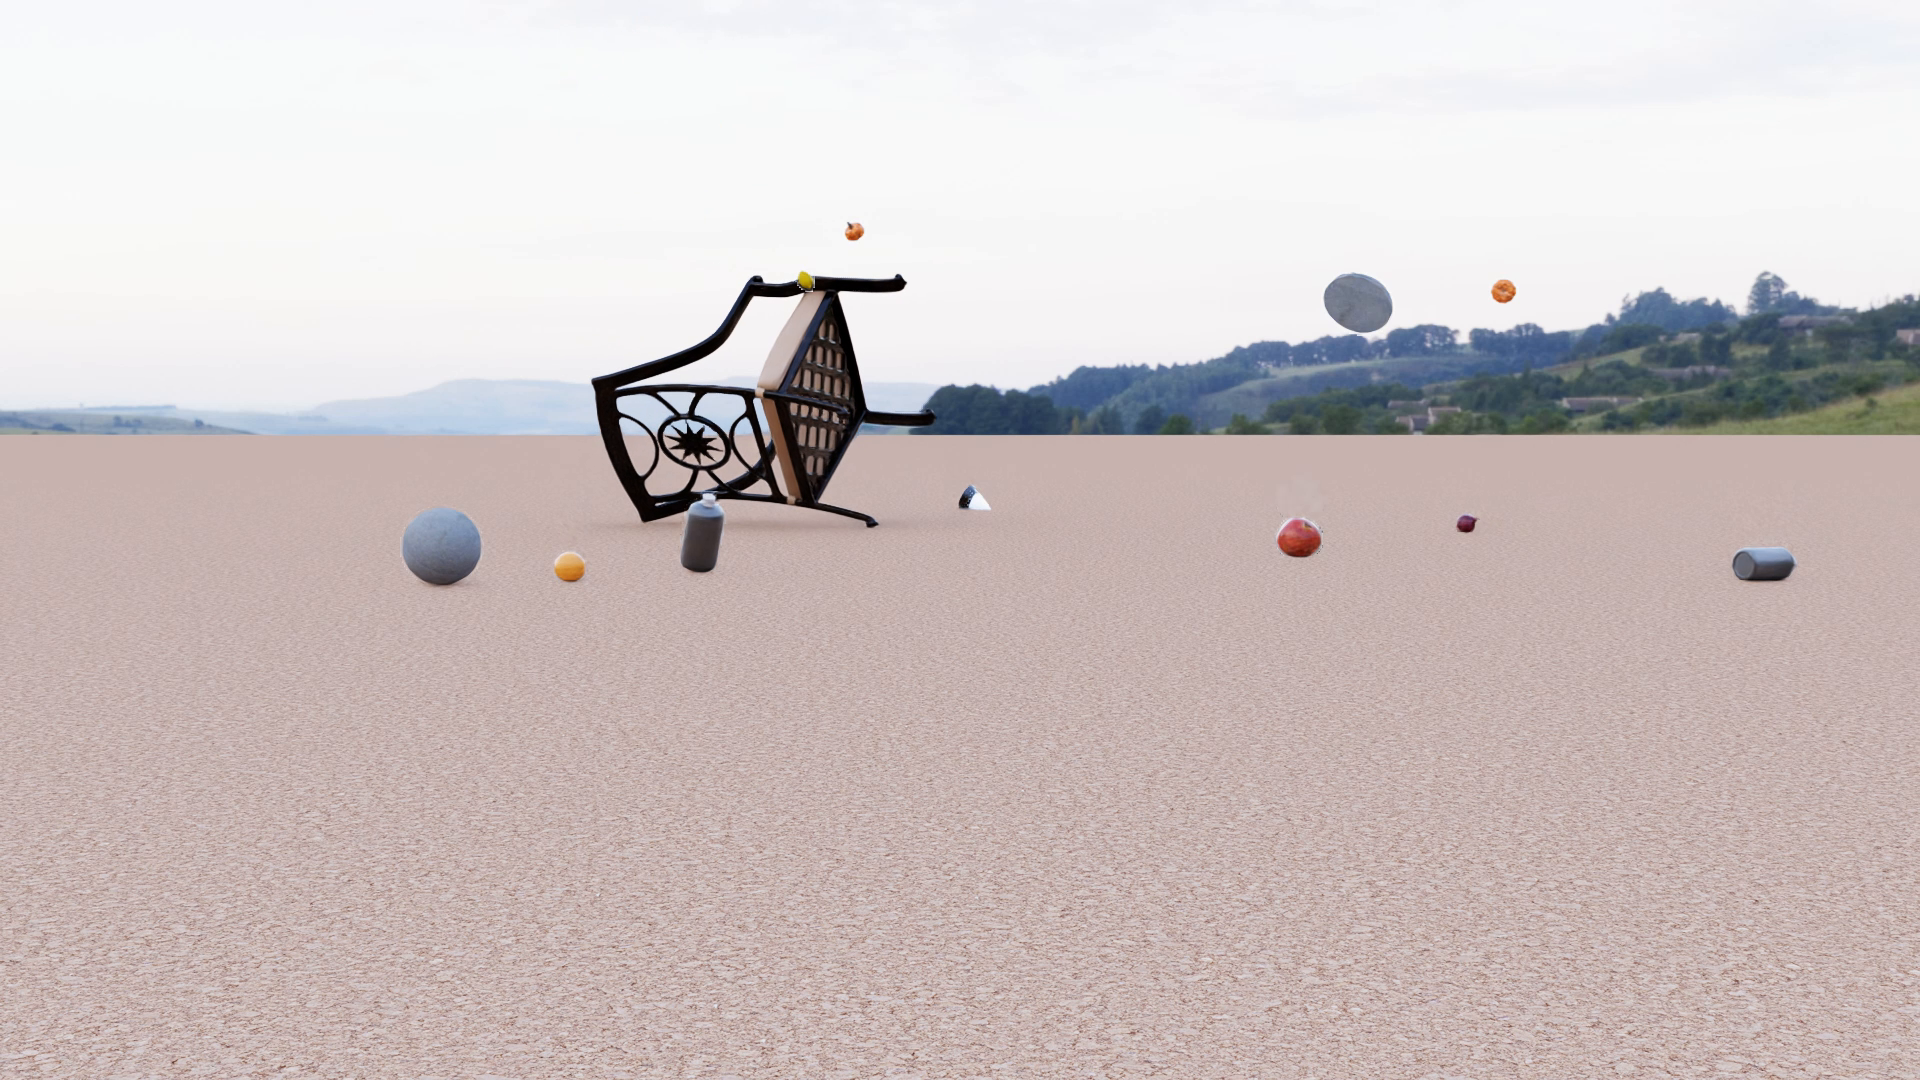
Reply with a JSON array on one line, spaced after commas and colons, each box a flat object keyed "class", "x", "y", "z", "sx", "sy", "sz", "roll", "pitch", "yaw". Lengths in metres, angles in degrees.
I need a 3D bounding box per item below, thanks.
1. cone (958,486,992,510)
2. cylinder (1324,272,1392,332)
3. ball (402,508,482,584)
[{"class": "cone", "x": 0.072, "y": -0.134, "z": 8.155, "sx": 0.115, "sy": 0.101, "sz": 0.113, "roll": 27, "pitch": 27, "yaw": 18}, {"class": "cylinder", "x": 1.150, "y": -0.686, "z": 6.345, "sx": 0.201, "sy": 0.151, "sz": 0.161, "roll": 28, "pitch": 15, "yaw": 7}, {"class": "ball", "x": -1.188, "y": 0.014, "z": 5.042, "sx": 0.178, "sy": 0.178, "sz": 0.178, "roll": 0, "pitch": 4, "yaw": 0}]
